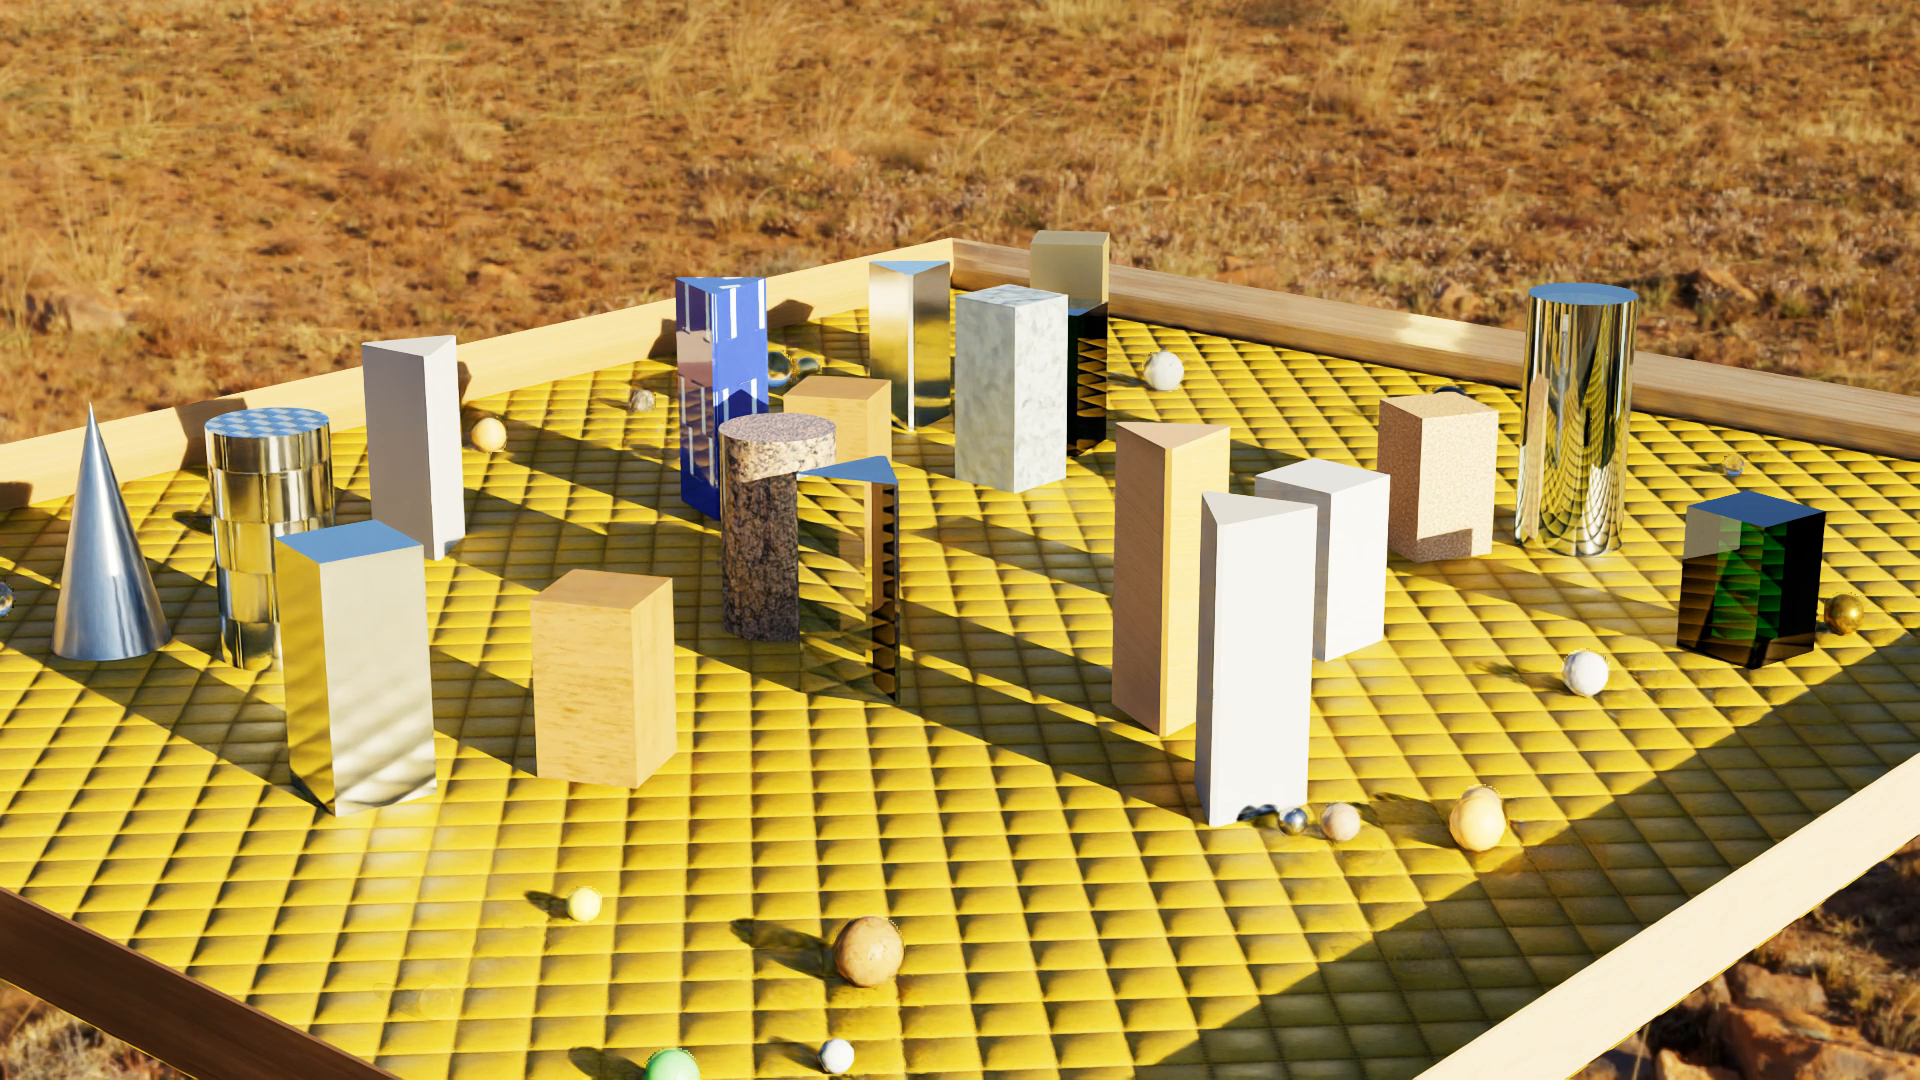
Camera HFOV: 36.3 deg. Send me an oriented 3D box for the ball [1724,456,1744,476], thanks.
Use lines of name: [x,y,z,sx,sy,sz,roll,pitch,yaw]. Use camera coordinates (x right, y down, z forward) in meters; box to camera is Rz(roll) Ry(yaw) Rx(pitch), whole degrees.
ball: [1.550,-0.149,5.872,0.041,0.041,0.041,0,17,0]

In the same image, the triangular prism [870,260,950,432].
triangular prism: [-0.086,-0.423,6.268,0.147,0.338,0.170,-10,20,-30]

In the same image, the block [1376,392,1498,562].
block: [0.871,-0.117,5.371,0.157,0.269,0.157,-6,18,-21]

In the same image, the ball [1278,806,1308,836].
ball: [0.464,0.391,4.081,0.042,0.042,0.042,0,17,0]

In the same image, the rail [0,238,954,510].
rail: [-1.289,-0.291,6.192,0.045,0.127,3.924,14,22,39]

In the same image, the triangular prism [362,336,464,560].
triangular prism: [-0.972,-0.176,5.375,0.170,0.381,0.147,12,21,35]

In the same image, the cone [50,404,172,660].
cone: [-1.415,-0.027,4.829,0.196,0.410,0.196,0,17,0]

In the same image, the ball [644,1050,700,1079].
ball: [-0.327,0.609,3.319,0.064,0.064,0.064,0,17,0]

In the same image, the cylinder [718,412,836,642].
cylinder: [-0.304,-0.023,4.929,0.196,0.344,0.196,0,17,0]

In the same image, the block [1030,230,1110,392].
block: [0.239,-0.480,6.410,0.157,0.365,0.157,2,17,7]

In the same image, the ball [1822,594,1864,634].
ball: [1.483,0.125,4.920,0.067,0.067,0.067,0,17,0]

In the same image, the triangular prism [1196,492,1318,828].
triangular prism: [0.385,0.160,4.153,0.170,0.442,0.147,-11,20,-32]

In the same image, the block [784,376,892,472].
block: [-0.222,-0.134,5.373,0.157,0.300,0.157,4,17,14]

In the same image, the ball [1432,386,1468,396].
ball: [1.033,-0.277,6.200,0.098,0.098,0.098,0,17,0]

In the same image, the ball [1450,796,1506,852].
ball: [0.710,0.390,4.026,0.076,0.076,0.076,0,17,0]

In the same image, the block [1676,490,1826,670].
block: [1.300,0.064,4.822,0.157,0.241,0.157,-12,21,-35]

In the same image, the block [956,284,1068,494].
block: [0.101,-0.301,5.803,0.157,0.373,0.157,15,22,40]

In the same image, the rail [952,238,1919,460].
rail: [1.271,-0.391,6.521,3.462,0.127,0.045,14,22,39]

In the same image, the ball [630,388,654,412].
ball: [-0.690,-0.303,6.365,0.052,0.052,0.052,0,17,0]

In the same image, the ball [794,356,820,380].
ball: [-0.346,-0.388,6.640,0.056,0.056,0.056,0,17,0]

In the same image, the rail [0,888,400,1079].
rail: [-1.271,0.454,3.719,3.462,0.127,0.045,14,22,39]

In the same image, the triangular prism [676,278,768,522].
triangular prism: [-0.478,-0.278,5.611,0.147,0.440,0.170,10,19,29]

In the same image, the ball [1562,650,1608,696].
ball: [0.987,0.211,4.627,0.072,0.072,0.072,0,17,0]

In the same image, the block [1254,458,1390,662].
block: [0.595,0.030,4.854,0.157,0.286,0.157,16,23,42]

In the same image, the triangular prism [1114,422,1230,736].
triangular prism: [0.300,0.050,4.499,0.147,0.453,0.170,12,21,35]

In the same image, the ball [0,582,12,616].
ball: [-1.651,0.101,5.006,0.064,0.064,0.064,0,17,0]

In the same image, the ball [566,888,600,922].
ball: [-0.488,0.473,3.803,0.044,0.044,0.044,0,17,0]

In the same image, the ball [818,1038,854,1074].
ball: [-0.143,0.598,3.396,0.041,0.041,0.041,0,17,0]

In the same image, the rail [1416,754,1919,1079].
rail: [1.289,0.355,4.048,0.045,0.127,3.924,14,22,39]

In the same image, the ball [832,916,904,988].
ball: [-0.113,0.508,3.615,0.087,0.087,0.087,0,17,0]

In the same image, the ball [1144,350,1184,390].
ball: [0.454,-0.378,6.548,0.090,0.090,0.090,0,17,0]

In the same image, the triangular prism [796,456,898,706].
triangular prism: [-0.149,0.058,4.635,0.170,0.360,0.147,6,18,20]

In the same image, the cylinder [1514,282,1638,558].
cylinder: [1.127,-0.221,5.372,0.196,0.469,0.196,0,17,0]

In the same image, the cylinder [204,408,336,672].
cylinder: [-1.116,-0.002,4.779,0.196,0.392,0.196,0,17,0]

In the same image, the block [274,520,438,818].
block: [-0.865,0.181,4.198,0.157,0.376,0.157,-12,20,-34]

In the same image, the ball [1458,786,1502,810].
ball: [0.727,0.376,4.097,0.062,0.062,0.062,0,17,0]

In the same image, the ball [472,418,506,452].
ball: [-0.970,-0.216,6.042,0.071,0.071,0.071,0,17,0]

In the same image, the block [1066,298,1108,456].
block: [0.202,-0.342,6.072,0.157,0.295,0.157,8,18,24]

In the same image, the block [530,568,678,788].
block: [-0.521,0.202,4.307,0.157,0.273,0.157,5,17,16]

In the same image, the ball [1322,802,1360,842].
ball: [0.528,0.391,4.060,0.054,0.054,0.054,0,17,0]

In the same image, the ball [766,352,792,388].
ball: [-0.418,-0.382,6.577,0.081,0.081,0.081,0,17,0]
